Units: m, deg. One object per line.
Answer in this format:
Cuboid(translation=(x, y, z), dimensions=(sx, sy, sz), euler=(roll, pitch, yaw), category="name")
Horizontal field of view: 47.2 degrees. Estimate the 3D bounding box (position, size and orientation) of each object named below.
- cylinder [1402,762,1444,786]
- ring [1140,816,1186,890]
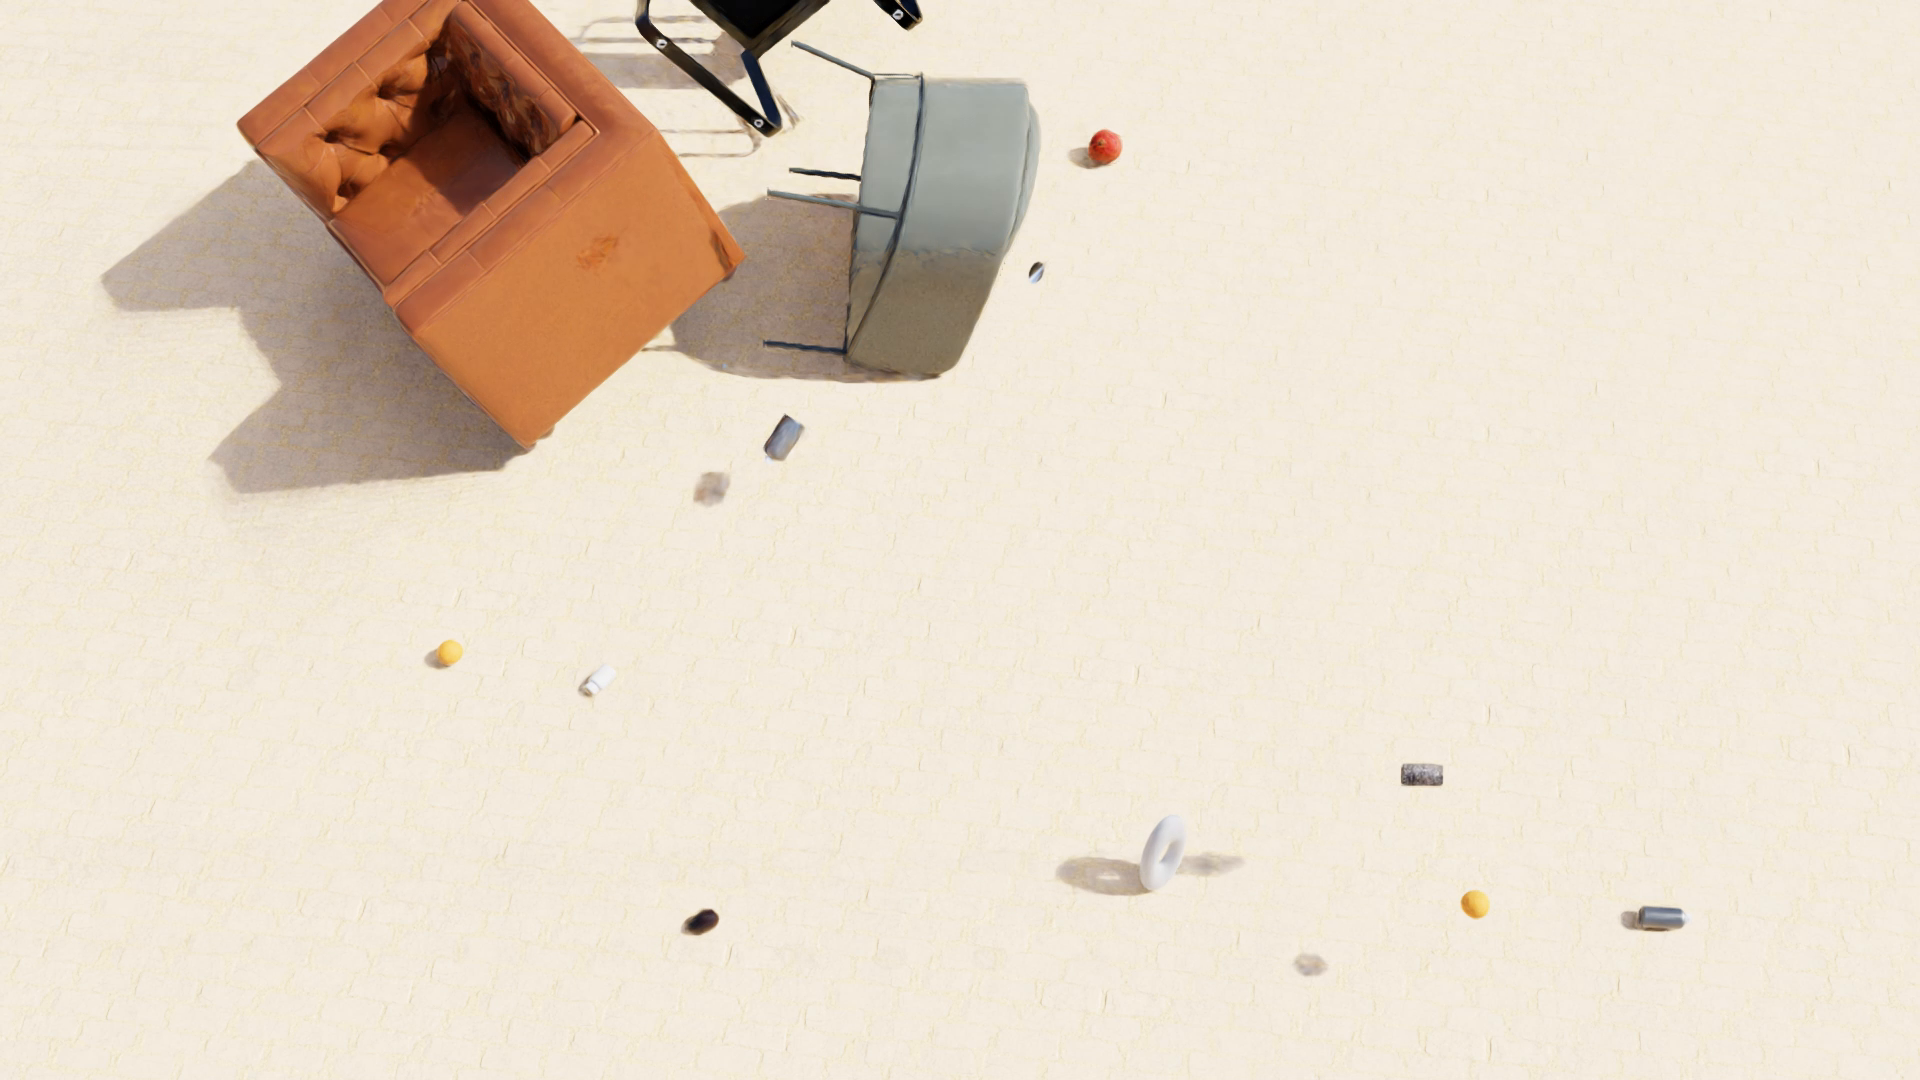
Cuboid(translation=(1.161, 0.589, 5.526), dimensions=(0.096, 0.128, 0.055), euler=(1, 79, 8), category="cylinder")
Cuboid(translation=(0.538, 0.831, 5.835), dimensions=(0.133, 0.309, 0.047), euler=(-20, 50, -24), category="ring")
